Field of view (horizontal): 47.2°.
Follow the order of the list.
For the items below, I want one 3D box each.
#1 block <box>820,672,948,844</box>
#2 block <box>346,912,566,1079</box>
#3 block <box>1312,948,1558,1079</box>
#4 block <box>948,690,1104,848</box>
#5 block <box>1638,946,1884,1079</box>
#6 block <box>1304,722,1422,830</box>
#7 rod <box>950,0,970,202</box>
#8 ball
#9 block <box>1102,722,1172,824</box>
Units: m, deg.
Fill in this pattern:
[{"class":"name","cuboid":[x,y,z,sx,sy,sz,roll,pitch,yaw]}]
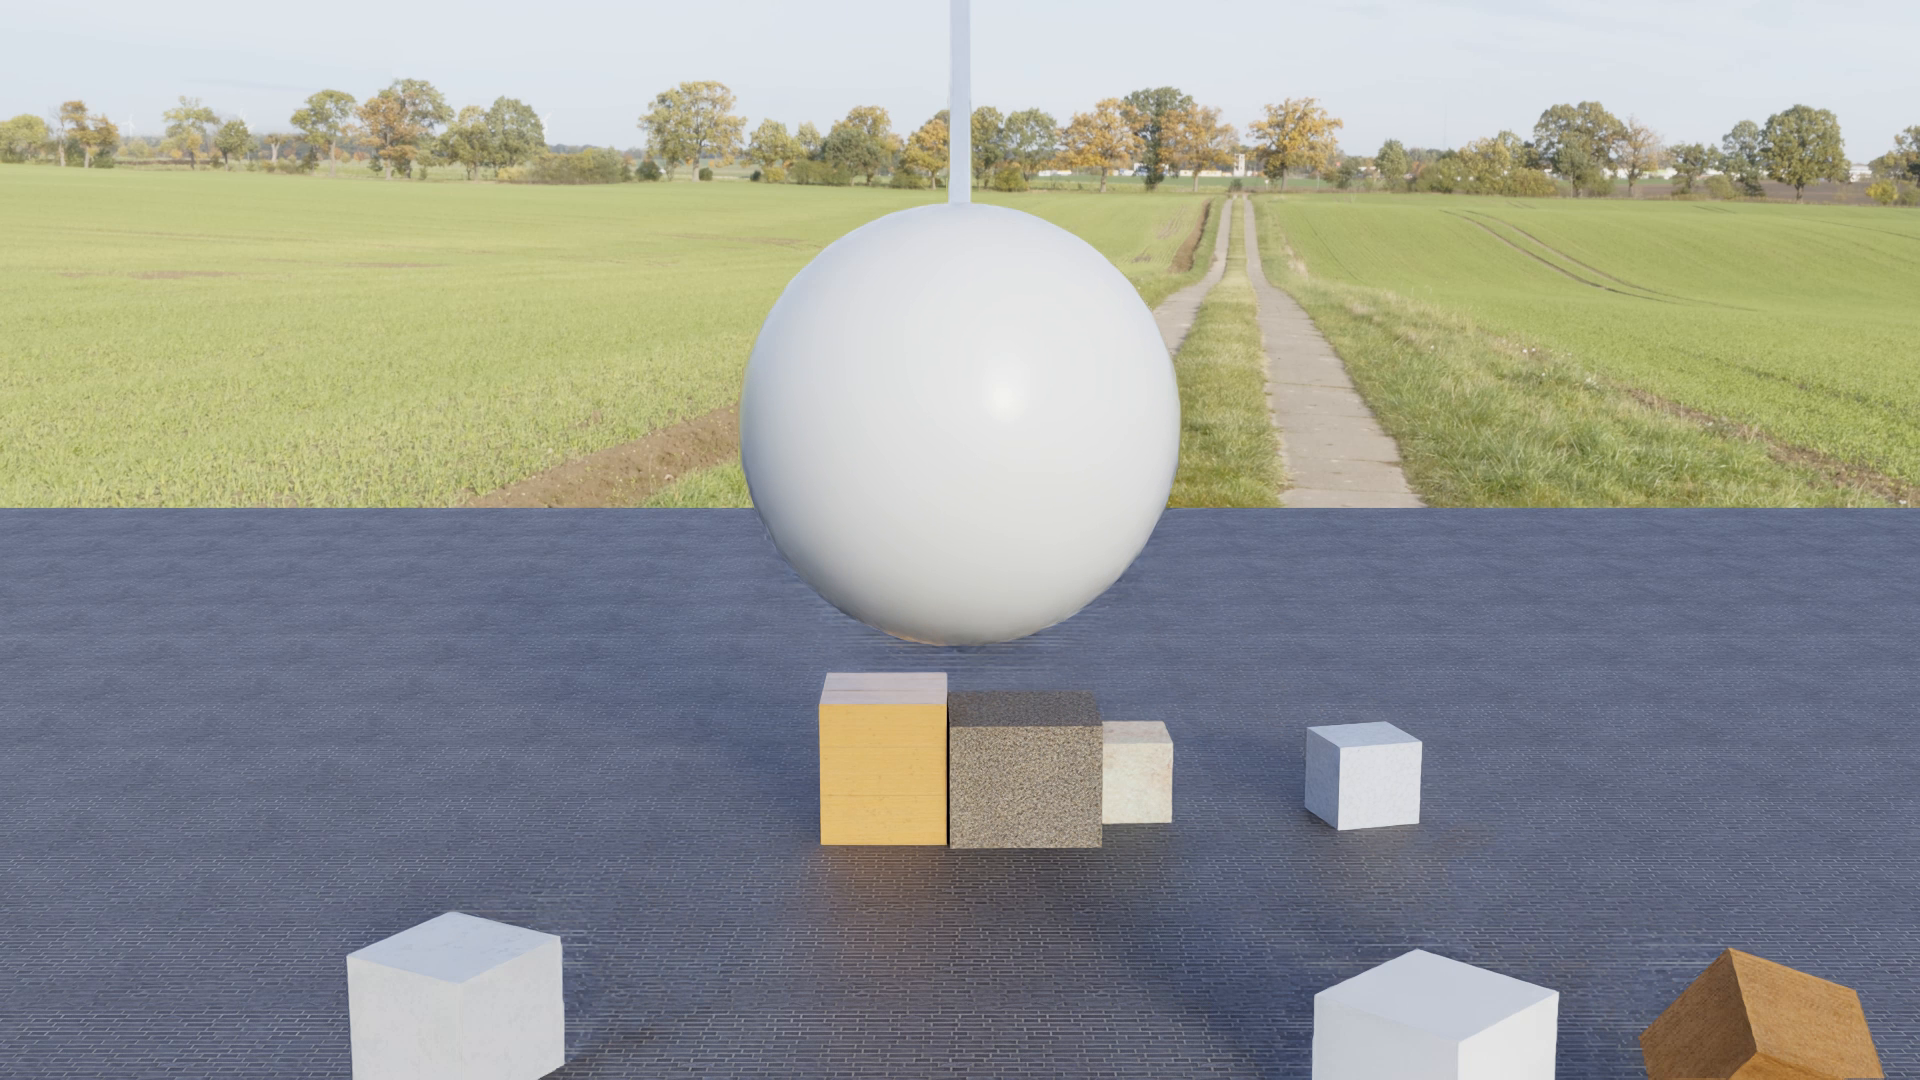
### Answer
[{"class":"block","cuboid":[-0.385,1.121,11.361,0.635,0.730,0.663,0,10,0]},{"class":"block","cuboid":[-1.899,1.782,8.321,0.558,0.517,0.554,6,12,30]},{"class":"block","cuboid":[1.696,1.865,7.867,0.638,0.516,0.596,-10,14,-44]},{"class":"block","cuboid":[0.323,1.174,11.347,0.766,0.630,0.713,0,10,-1]},{"class":"block","cuboid":[2.716,1.783,7.470,0.508,0.535,0.435,20,38,-12]},{"class":"block","cuboid":[2.114,1.234,11.553,0.458,0.439,0.418,-3,11,-15]},{"class":"rod","cuboid":[0.000,-3.594,9.166,0.080,5.200,0.080,0,-21,0]},{"class":"ball","cuboid":[0.000,-0.413,7.965,1.600,1.600,1.600,0,10,0]},{"class":"block","cuboid":[0.900,1.224,11.638,0.395,0.428,0.442,0,10,-1]}]
